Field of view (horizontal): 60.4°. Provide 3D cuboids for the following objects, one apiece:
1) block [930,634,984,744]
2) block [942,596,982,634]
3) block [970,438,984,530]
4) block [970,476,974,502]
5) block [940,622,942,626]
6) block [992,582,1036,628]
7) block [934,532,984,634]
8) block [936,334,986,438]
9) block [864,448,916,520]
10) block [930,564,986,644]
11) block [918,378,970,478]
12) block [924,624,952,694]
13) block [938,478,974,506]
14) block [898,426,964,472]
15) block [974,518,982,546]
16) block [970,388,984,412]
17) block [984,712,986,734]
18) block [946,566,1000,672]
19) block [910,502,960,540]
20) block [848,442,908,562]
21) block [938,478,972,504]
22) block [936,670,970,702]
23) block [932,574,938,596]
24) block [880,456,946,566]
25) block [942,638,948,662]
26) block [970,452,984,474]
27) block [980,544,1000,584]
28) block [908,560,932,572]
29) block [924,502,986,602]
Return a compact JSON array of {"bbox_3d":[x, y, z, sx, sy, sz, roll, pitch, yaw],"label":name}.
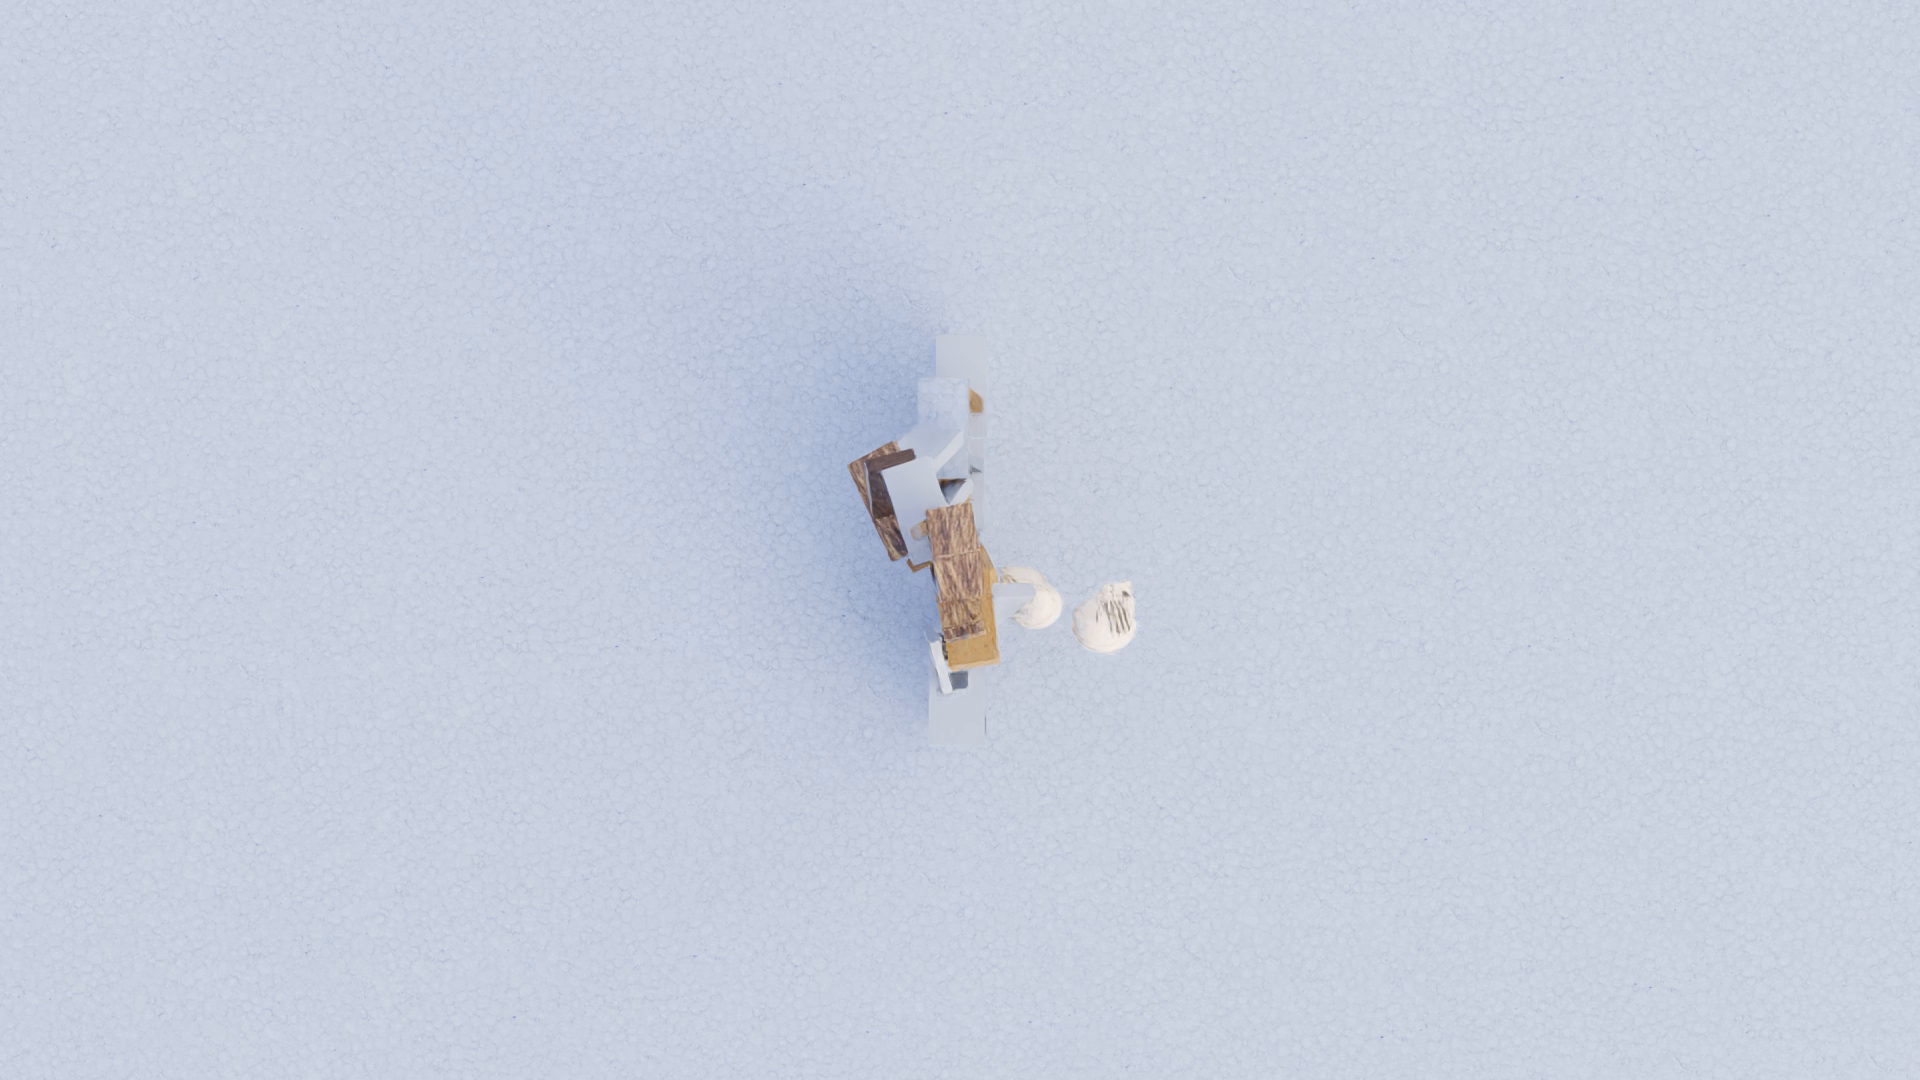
[{"bbox_3d":[-0.010,0.463,5.133,0.171,0.049,0.343,0,90,0],"label":"block"},{"bbox_3d":[0.005,0.204,4.409,0.108,0.216,0.031,-14,104,2],"label":"block"},{"bbox_3d":[0.004,-0.175,5.194,0.143,0.040,0.285,0,90,0],"label":"block"},{"bbox_3d":[-0.009,-0.157,5.053,0.099,0.237,0.028,0,79,3],"label":"block"},{"bbox_3d":[-0.001,0.234,5.018,0.118,0.236,0.033,0,91,0],"label":"block"},{"bbox_3d":[0.089,0.199,4.752,0.138,0.301,0.039,-2,68,-27],"label":"block"},{"bbox_3d":[-0.002,0.132,5.159,0.159,0.045,0.319,0,90,0],"label":"block"},{"bbox_3d":[0.005,-0.481,5.160,0.159,0.045,0.318,0,90,0],"label":"block"},{"bbox_3d":[-0.177,-0.145,4.336,0.128,0.256,0.036,-15,63,-7],"label":"block"},{"bbox_3d":[-0.006,0.154,4.310,0.108,0.031,0.216,-13,67,3],"label":"block"},{"bbox_3d":[-0.048,-0.326,4.816,0.147,0.042,0.293,0,90,8],"label":"block"},{"bbox_3d":[-0.064,0.344,4.760,0.027,0.095,0.189,-17,123,-6],"label":"block"},{"bbox_3d":[-0.081,-0.084,4.707,0.147,0.401,0.042,-12,108,19],"label":"block"},{"bbox_3d":[-0.109,-0.245,4.649,0.147,0.294,0.042,6,117,19],"label":"block"},{"bbox_3d":[0.016,0.059,4.890,0.118,0.033,0.236,-15,99,1],"label":"block"},{"bbox_3d":[-0.020,-0.420,4.981,0.147,0.293,0.042,0,89,8],"label":"block"},{"bbox_3d":[-0.004,0.582,5.329,0.171,0.343,0.049,0,90,0],"label":"block"},{"bbox_3d":[0.026,0.215,4.527,0.138,0.039,0.275,-9,65,5],"label":"block"},{"bbox_3d":[-0.058,-0.044,4.060,0.111,0.222,0.031,-27,90,-8],"label":"block"},{"bbox_3d":[-0.180,-0.105,4.508,0.147,0.042,0.294,-27,85,19],"label":"block"},{"bbox_3d":[-0.017,-0.113,4.920,0.099,0.028,0.199,-2,90,3],"label":"block"},{"bbox_3d":[-0.019,0.442,5.010,0.095,0.189,0.027,-9,101,4],"label":"block"},{"bbox_3d":[-0.012,0.095,4.138,0.111,0.354,0.031,-20,93,-1],"label":"block"},{"bbox_3d":[-0.099,-0.074,4.191,0.128,0.036,0.256,-19,86,-7],"label":"block"},{"bbox_3d":[-0.009,0.326,5.014,0.095,0.189,0.027,9,107,0],"label":"block"},{"bbox_3d":[-0.021,-0.231,5.002,0.147,0.330,0.042,-3,88,7],"label":"block"},{"bbox_3d":[0.025,0.089,4.734,0.138,0.275,0.039,-20,105,-1],"label":"block"},{"bbox_3d":[-0.047,0.016,4.467,0.128,0.501,0.036,-30,92,8],"label":"block"},{"bbox_3d":[-0.011,0.029,3.938,0.111,0.031,0.222,-10,91,-9],"label":"block"}]
